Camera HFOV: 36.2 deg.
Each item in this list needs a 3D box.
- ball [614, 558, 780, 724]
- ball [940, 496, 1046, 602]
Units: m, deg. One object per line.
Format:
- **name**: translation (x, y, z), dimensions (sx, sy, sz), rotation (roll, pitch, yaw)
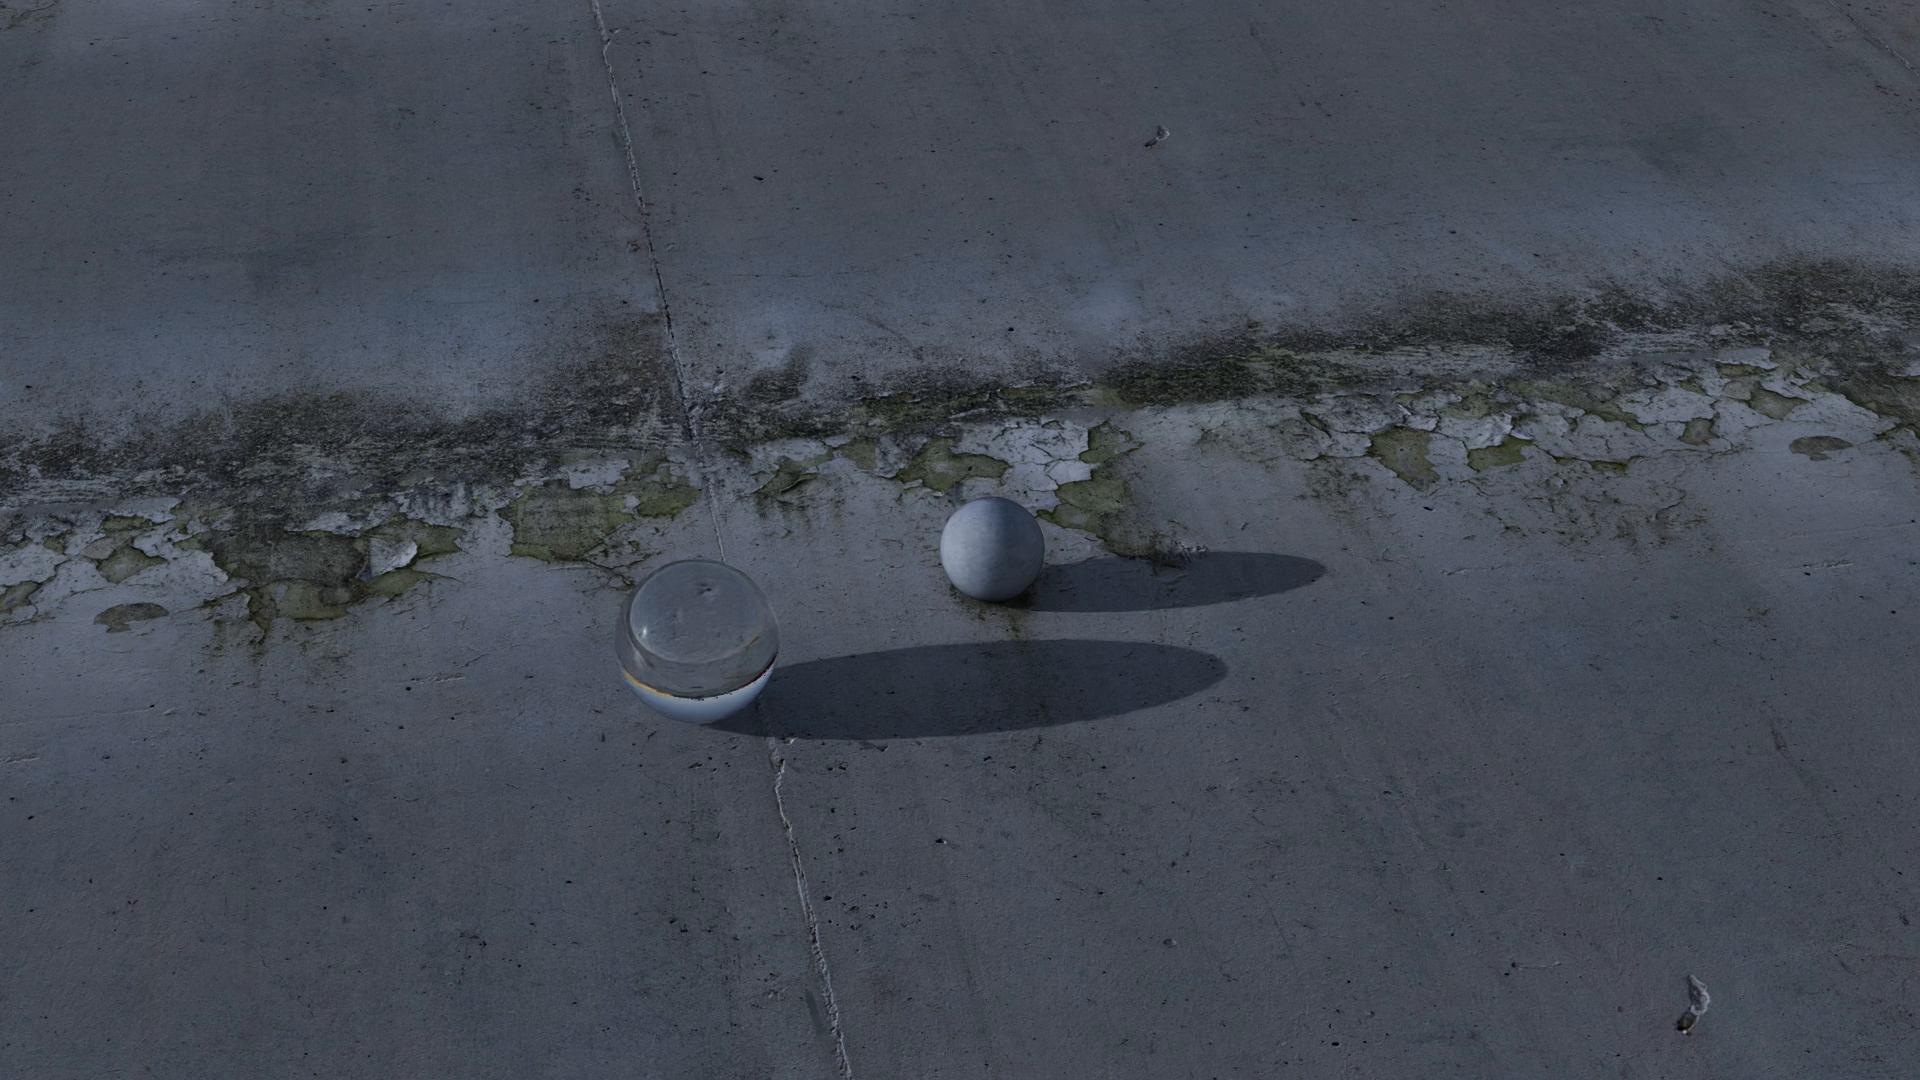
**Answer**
- **ball**: translation (-0.137, 0.052, 1.528), dimensions (0.086, 0.086, 0.086), rotation (0, 31, 0)
- **ball**: translation (0.018, 0.005, 1.632), dimensions (0.059, 0.059, 0.059), rotation (0, 31, 0)
